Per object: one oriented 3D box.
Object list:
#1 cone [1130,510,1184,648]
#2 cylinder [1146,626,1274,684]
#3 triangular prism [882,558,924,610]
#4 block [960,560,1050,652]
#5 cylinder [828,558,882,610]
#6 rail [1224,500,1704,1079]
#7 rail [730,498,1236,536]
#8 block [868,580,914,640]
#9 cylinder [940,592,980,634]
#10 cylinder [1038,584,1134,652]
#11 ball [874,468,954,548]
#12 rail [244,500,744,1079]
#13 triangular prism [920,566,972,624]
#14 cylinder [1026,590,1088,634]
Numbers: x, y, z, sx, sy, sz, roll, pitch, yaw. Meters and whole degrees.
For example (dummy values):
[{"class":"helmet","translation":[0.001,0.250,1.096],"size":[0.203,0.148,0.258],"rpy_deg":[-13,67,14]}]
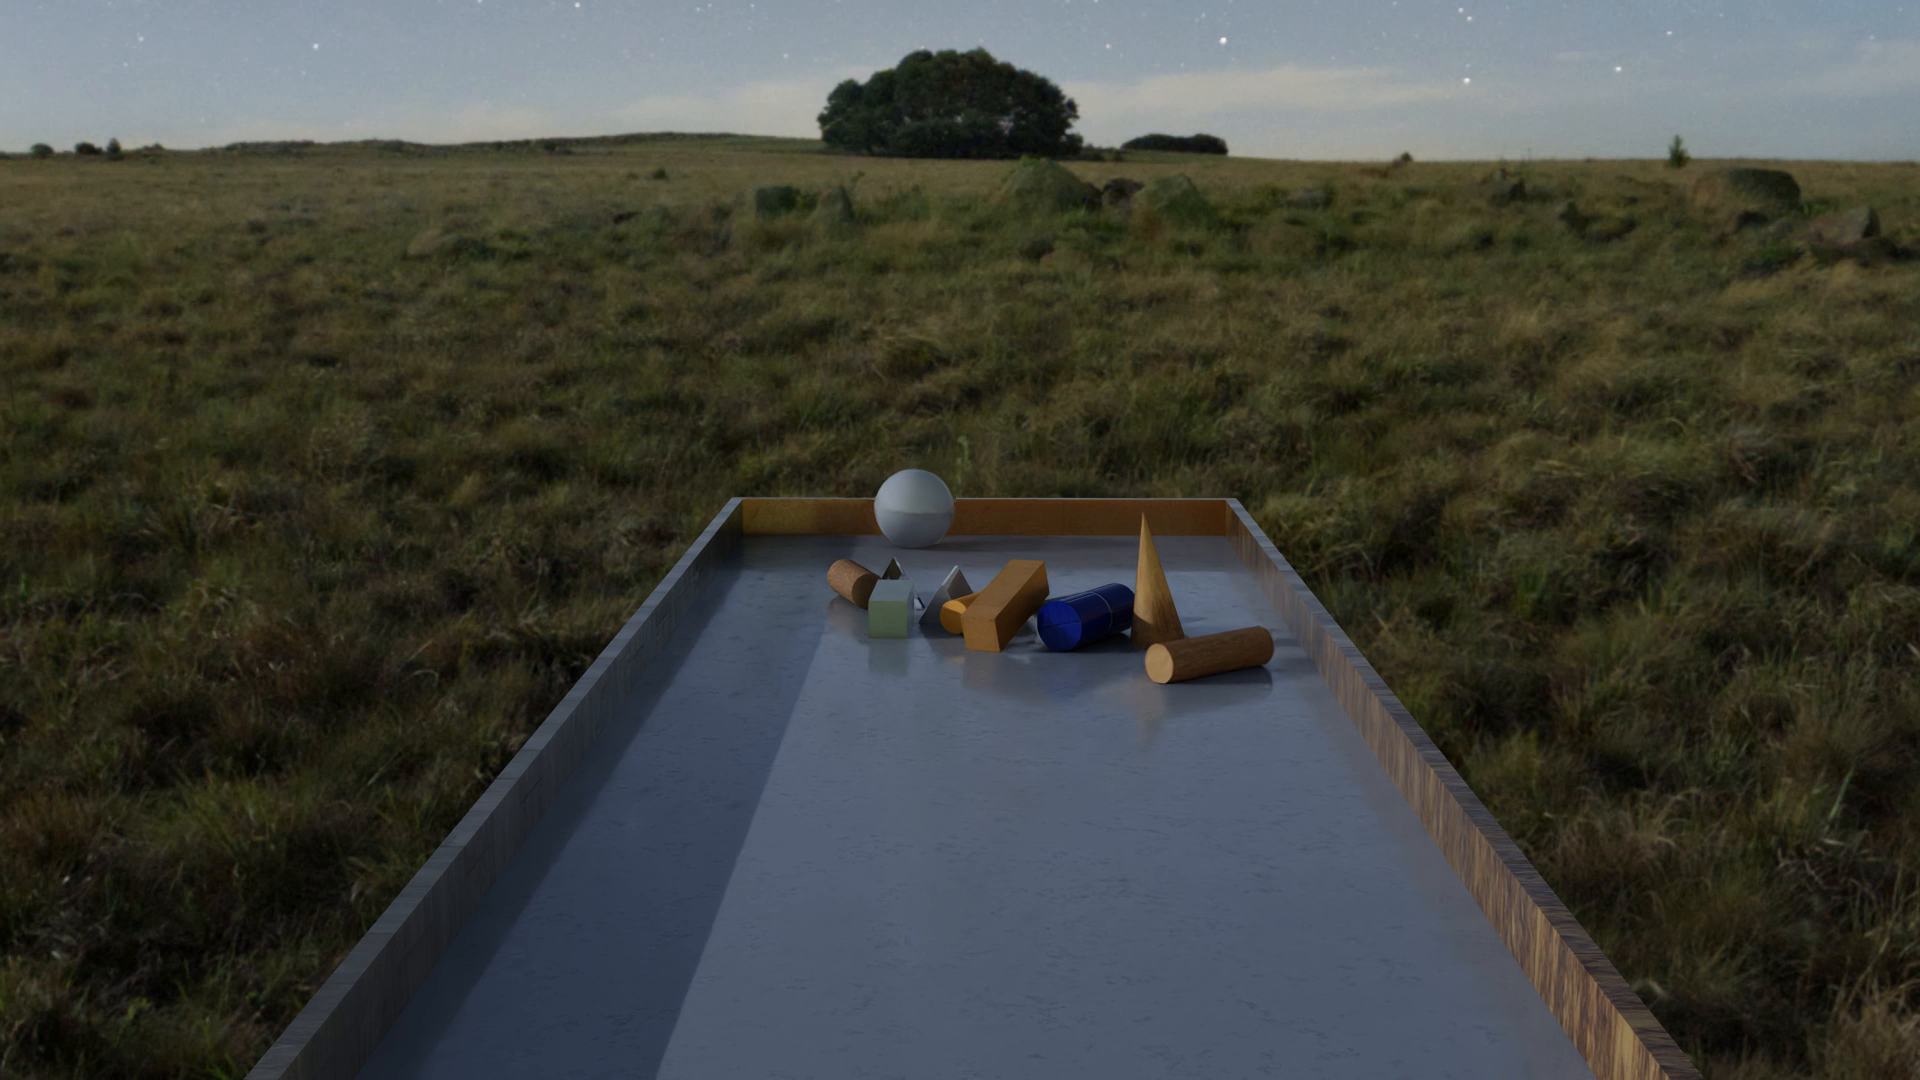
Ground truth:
[{"class":"cone","translation":[0.595,0.110,6.879],"size":[0.173,0.424,0.173],"rpy_deg":[-7,17,2]},{"class":"cylinder","translation":[0.740,0.338,6.505],"size":[0.421,0.117,0.117],"rpy_deg":[-7,12,-38]},{"class":"triangular prism","translation":[-0.213,0.148,7.648],"size":[0.145,0.126,0.332],"rpy_deg":[-1,9,-7]},{"class":"block","translation":[0.145,0.204,6.956],"size":[0.118,0.118,0.389],"rpy_deg":[3,28,27]},{"class":"cylinder","translation":[-0.359,0.152,7.647],"size":[0.126,0.126,0.318],"rpy_deg":[-3,9,-18]},{"class":"rail","translation":[1.046,0.843,3.208],"size":[0.050,0.150,12.000],"rpy_deg":[0,9,1]},{"class":"rail","translation":[0.099,-0.098,9.147],"size":[2.100,0.150,0.050],"rpy_deg":[0,9,1]},{"class":"block","translation":[-0.223,0.225,7.202],"size":[0.122,0.122,0.392],"rpy_deg":[0,9,2]},{"class":"cylinder","translation":[0.092,0.220,7.270],"size":[0.111,0.111,0.436],"rpy_deg":[5,10,30]},{"class":"cylinder","translation":[0.408,0.243,6.969],"size":[0.159,0.159,0.376],"rpy_deg":[6,11,32]},{"class":"ball","translation":[-0.184,-0.126,8.788],"size":[0.319,0.319,0.319],"rpy_deg":[0,9,0]},{"class":"rail","translation":[-1.004,0.839,3.234],"size":[0.050,0.150,12.000],"rpy_deg":[0,9,1]},{"class":"triangular prism","translation":[-0.035,0.182,7.415],"size":[0.152,0.131,0.383],"rpy_deg":[1,9,7]},{"class":"cylinder","translation":[0.367,0.232,7.205],"size":[0.107,0.107,0.352],"rpy_deg":[8,12,41]}]
